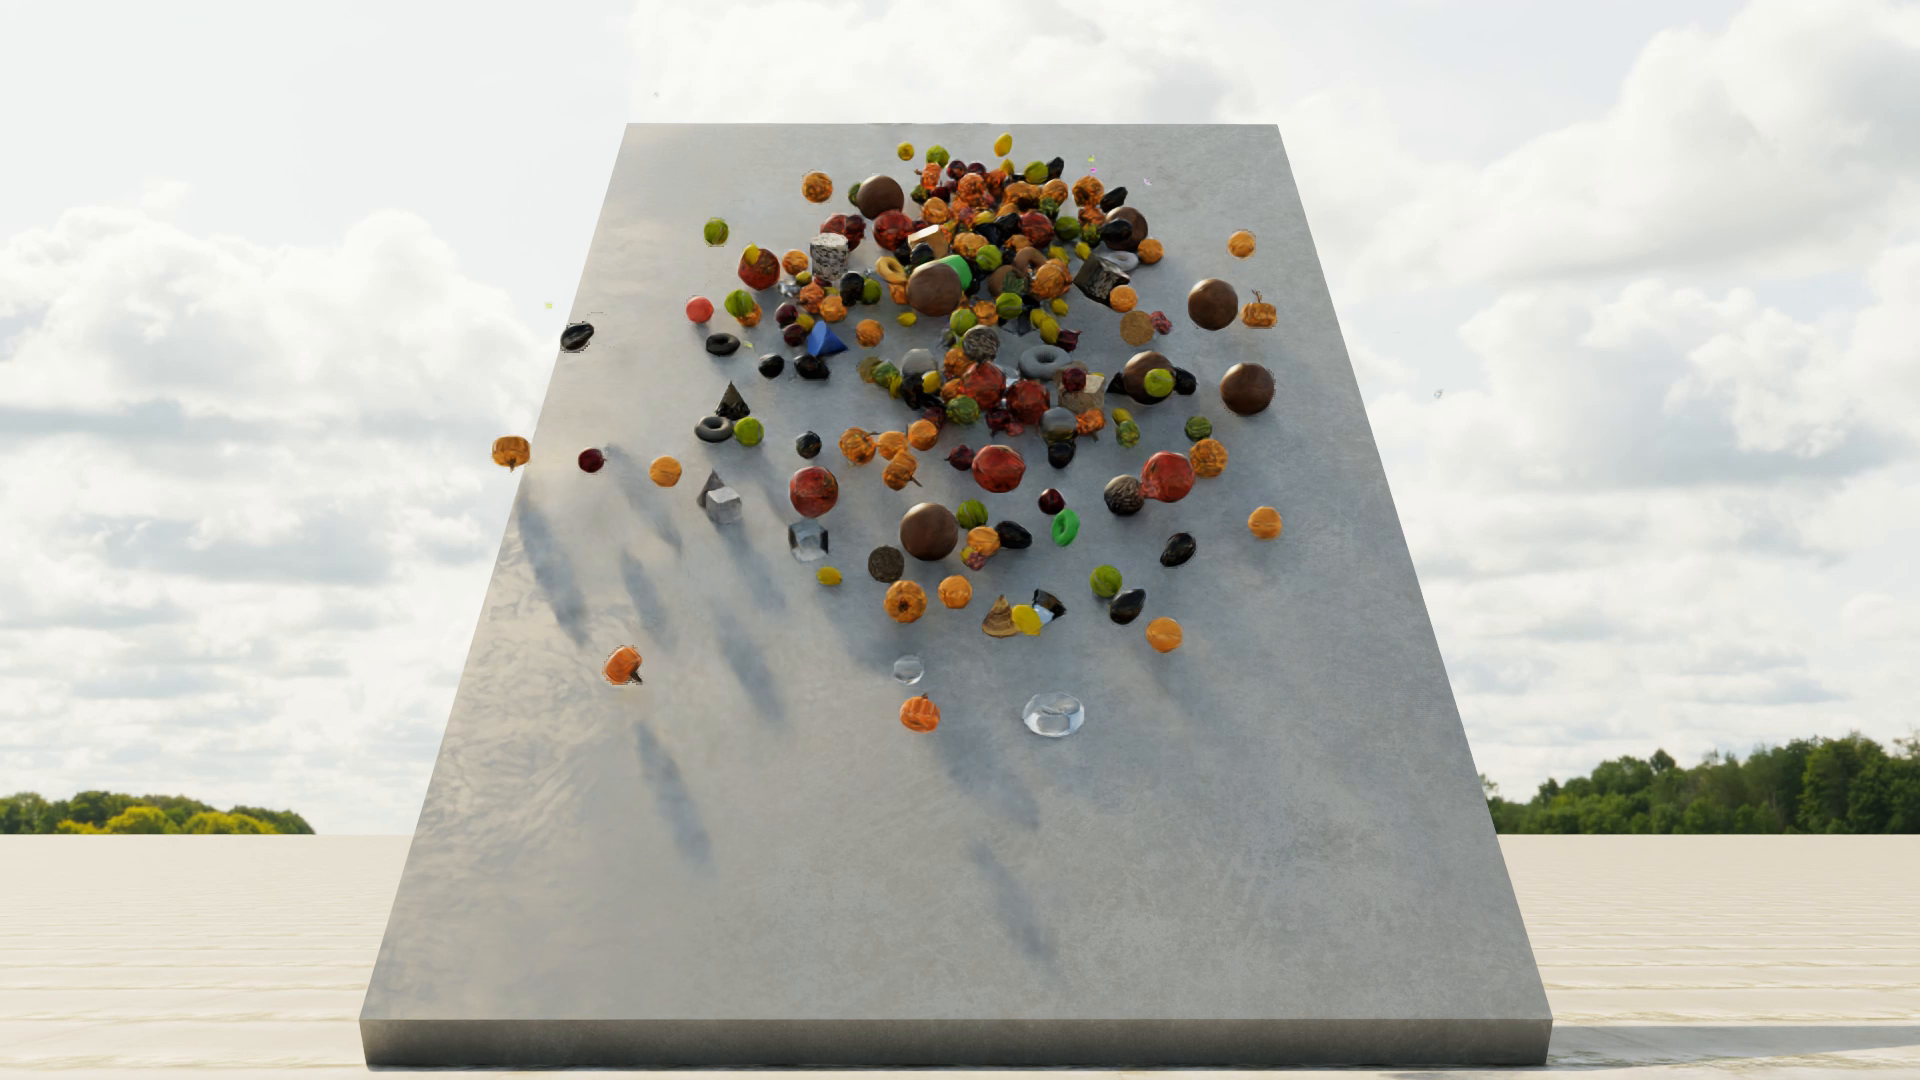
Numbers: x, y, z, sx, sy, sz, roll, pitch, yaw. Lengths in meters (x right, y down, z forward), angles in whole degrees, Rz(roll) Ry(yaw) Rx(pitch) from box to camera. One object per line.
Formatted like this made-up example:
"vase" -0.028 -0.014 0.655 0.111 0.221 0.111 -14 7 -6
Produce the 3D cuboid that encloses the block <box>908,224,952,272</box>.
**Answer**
"block" -0.080 -0.767 6.400 0.087 0.087 0.087 -20 19 9

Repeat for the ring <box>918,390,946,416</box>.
"ring" -0.067 -0.328 5.864 0.079 0.026 0.079 40 -10 9

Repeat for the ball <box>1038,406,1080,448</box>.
"ball" 0.231 -0.265 5.734 0.098 0.098 0.098 0 -7 0

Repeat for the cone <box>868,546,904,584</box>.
"cone" -0.152 0.049 5.276 0.081 0.081 0.081 -1 4 9

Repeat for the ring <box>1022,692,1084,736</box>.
"ring" 0.184 0.342 4.795 0.123 0.041 0.123 -1 31 1

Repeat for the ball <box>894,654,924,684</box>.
"ball" -0.104 0.261 4.906 0.060 0.060 0.060 0 -7 0

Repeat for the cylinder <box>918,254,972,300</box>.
"cylinder" -0.038 -0.668 6.194 0.095 0.095 0.095 -24 11 -41

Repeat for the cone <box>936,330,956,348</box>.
"cone" -0.044 -0.486 6.011 0.050 0.050 0.050 -7 26 46

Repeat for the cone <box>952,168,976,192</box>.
"cone" -0.003 -1.038 7.059 0.068 0.068 0.068 6 -4 -42

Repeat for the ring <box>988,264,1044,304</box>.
"ring" 0.147 -0.662 6.393 0.149 0.149 0.050 1 -36 -11

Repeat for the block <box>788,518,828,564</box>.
"block" -0.331 0.001 5.327 0.064 0.064 0.064 -16 35 -25

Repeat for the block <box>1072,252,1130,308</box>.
"block" 0.366 -0.672 6.307 0.090 0.090 0.090 19 23 -34

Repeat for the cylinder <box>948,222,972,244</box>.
"cylinder" 0.010 -0.822 6.638 0.064 0.064 0.064 31 -18 -18

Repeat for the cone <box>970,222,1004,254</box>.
"cone" 0.078 -0.793 6.554 0.094 0.094 0.094 1 31 -5

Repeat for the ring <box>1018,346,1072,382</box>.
"ring" 0.212 -0.440 6.069 0.132 0.044 0.132 -2 37 2

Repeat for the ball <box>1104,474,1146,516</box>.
"ball" 0.370 -0.100 5.471 0.092 0.092 0.092 0 -7 0

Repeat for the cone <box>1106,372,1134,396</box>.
"cone" 0.400 -0.370 5.965 0.061 0.061 0.061 33 0 12

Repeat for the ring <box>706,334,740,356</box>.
"ring" -0.602 -0.496 6.174 0.087 0.029 0.087 -1 34 0

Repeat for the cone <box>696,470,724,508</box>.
"cone" -0.556 -0.127 5.515 0.083 0.083 0.083 1 32 -1

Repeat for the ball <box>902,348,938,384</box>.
"ball" -0.100 -0.429 6.009 0.090 0.090 0.090 0 -7 0

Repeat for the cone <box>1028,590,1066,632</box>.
"cone" 0.166 0.161 5.093 0.082 0.082 0.082 32 -21 13

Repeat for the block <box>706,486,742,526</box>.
"block" -0.529 -0.077 5.460 0.057 0.057 0.057 -19 36 -28

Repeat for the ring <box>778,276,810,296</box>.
"ring" -0.439 -0.673 6.466 0.088 0.029 0.088 1 32 -1

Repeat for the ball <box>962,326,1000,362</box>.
"ball" 0.049 -0.464 5.761 0.088 0.088 0.088 0 -7 0

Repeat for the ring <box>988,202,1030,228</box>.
"ring" 0.137 -0.914 6.853 0.117 0.039 0.117 4 33 -2

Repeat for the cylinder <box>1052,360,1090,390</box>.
"cylinder" 0.273 -0.401 5.989 0.065 0.065 0.065 -6 21 43

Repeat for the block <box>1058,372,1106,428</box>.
"block" 0.292 -0.339 5.863 0.091 0.091 0.091 10 33 16

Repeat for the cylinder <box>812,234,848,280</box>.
"cylinder" -0.342 -0.742 6.384 0.094 0.094 0.094 1 28 -1

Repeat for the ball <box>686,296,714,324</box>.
"ball" -0.673 -0.594 6.295 0.070 0.070 0.070 0 -7 0

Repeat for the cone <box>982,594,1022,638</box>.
"cone" 0.087 0.145 5.074 0.085 0.085 0.085 0 31 0

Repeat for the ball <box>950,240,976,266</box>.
"ball" 0.008 -0.773 6.590 0.073 0.073 0.073 0 -7 0

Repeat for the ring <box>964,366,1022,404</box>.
"ring" 0.083 -0.380 5.963 0.143 0.048 0.143 -6 33 4

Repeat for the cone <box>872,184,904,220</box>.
"cone" -0.208 -0.958 6.781 0.093 0.093 0.093 -1 -36 11

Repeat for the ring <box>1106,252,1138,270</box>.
"ring" 0.442 -0.756 6.606 0.089 0.030 0.089 2 31 -1

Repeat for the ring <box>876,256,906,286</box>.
"ring" -0.177 -0.690 6.238 0.088 0.088 0.029 7 -41 -44

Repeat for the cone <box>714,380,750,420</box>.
"cone" -0.550 -0.346 5.874 0.085 0.085 0.085 0 31 0

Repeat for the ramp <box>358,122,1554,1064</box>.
"ramp" -0.014 -0.197 5.811 2.000 0.100 4.000 0 31 0

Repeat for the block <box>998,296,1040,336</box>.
"block" 0.153 -0.581 6.273 0.076 0.076 0.076 -25 39 -35

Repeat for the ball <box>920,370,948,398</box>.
"ball" -0.063 -0.380 5.948 0.070 0.070 0.070 0 -7 0

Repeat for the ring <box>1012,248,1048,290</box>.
"ring" 0.183 -0.705 6.329 0.111 0.111 0.037 6 -4 -42

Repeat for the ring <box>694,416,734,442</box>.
"ring" -0.584 -0.264 5.791 0.094 0.031 0.094 2 34 -2

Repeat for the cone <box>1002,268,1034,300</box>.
"cone" 0.167 -0.653 6.283 0.085 0.085 0.085 -5 -6 37

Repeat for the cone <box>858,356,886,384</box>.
"cone" -0.223 -0.426 6.050 0.066 0.066 0.066 1 11 -10

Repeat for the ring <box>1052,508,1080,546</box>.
"ring" 0.231 -0.028 5.323 0.028 0.083 0.083 12 -12 -31
